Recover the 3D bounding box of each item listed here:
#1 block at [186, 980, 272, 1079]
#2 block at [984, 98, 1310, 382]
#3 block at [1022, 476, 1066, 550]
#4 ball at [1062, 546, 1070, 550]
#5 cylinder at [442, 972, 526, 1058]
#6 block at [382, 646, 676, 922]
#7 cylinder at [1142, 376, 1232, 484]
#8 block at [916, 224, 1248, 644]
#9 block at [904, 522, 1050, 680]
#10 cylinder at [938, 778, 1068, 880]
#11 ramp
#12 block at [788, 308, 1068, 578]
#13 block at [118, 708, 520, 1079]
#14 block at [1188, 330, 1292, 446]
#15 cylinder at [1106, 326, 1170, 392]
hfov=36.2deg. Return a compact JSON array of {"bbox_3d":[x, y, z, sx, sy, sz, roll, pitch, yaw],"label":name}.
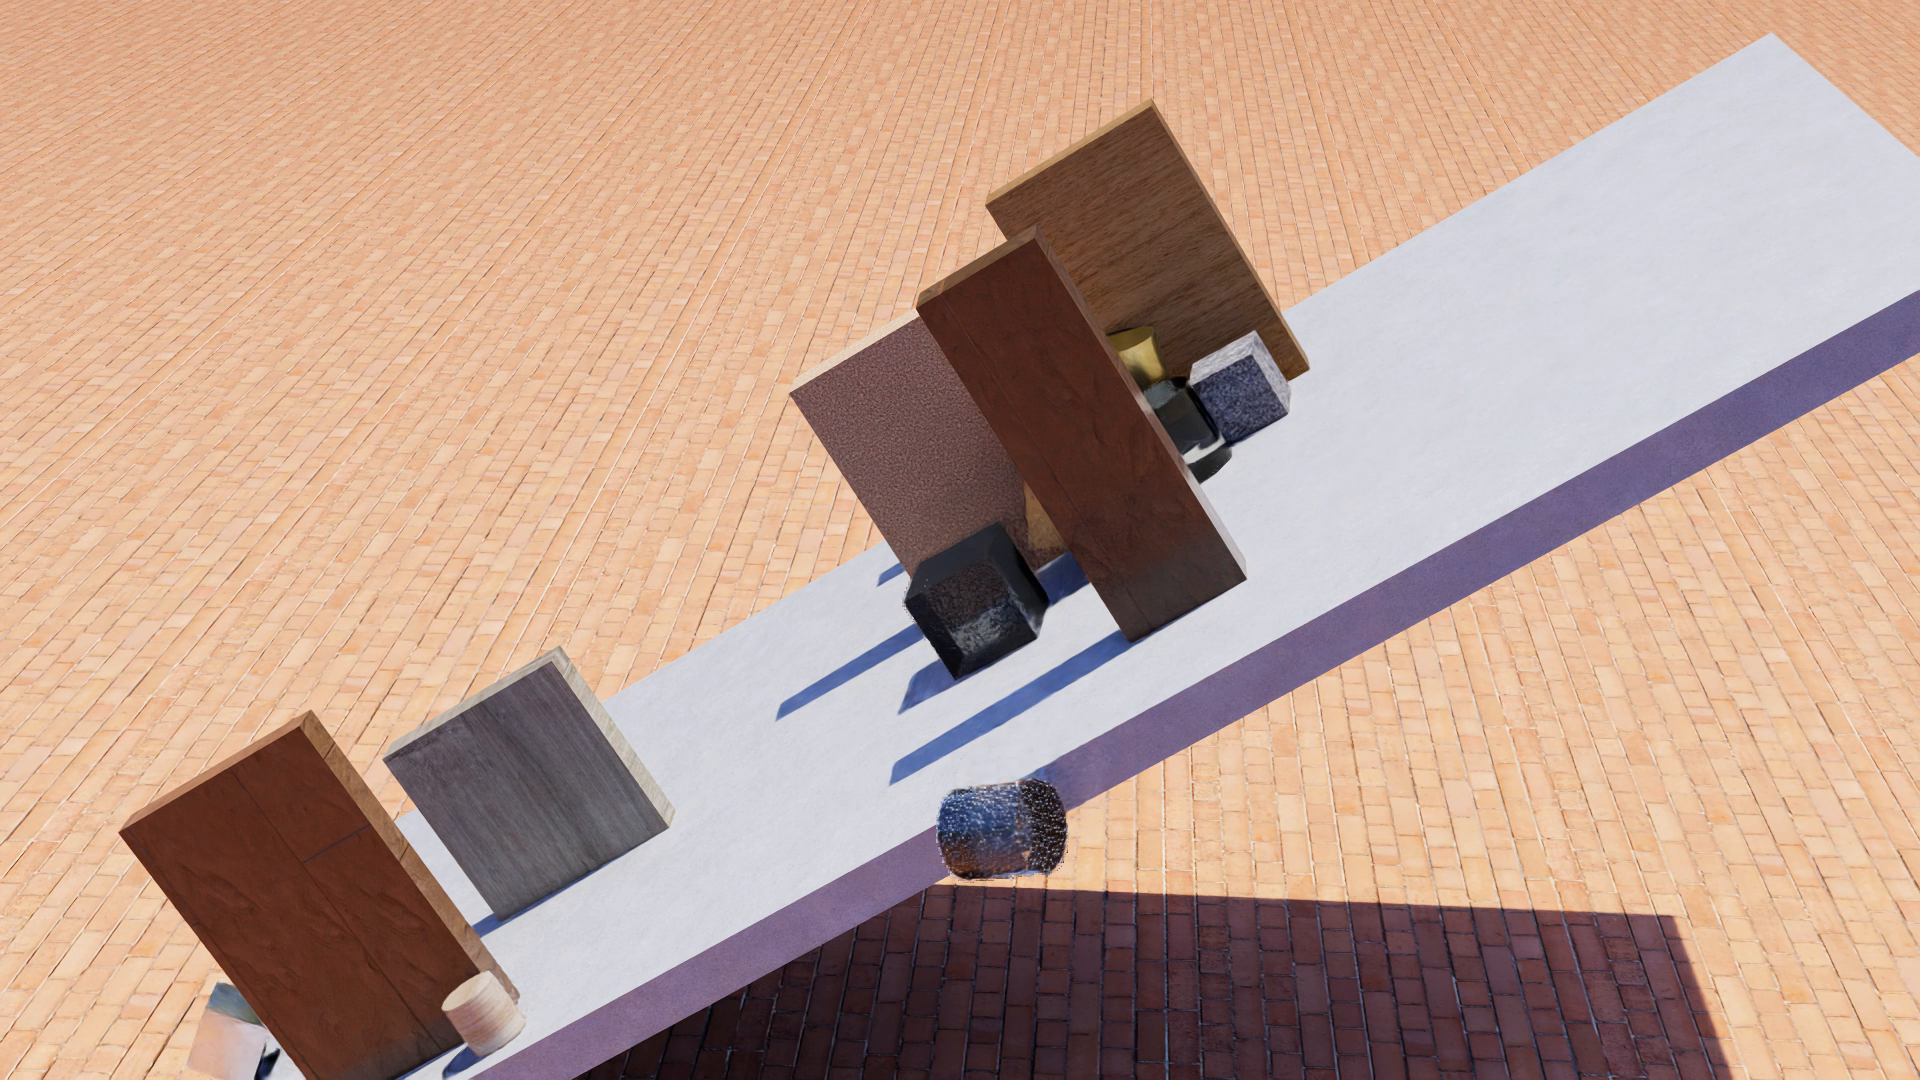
[{"bbox_3d":[-1.574,1.071,6.377,0.146,0.146,0.146,19,14,-8],"label":"block"},{"bbox_3d":[0.418,-0.571,6.523,0.423,0.689,0.096,-30,15,13],"label":"block"},{"bbox_3d":[0.235,-0.136,6.149,0.210,0.210,0.210,-5,36,0],"label":"block"},{"bbox_3d":[0.251,-0.033,6.282,0.114,0.114,0.114,0,20,0],"label":"ball"},{"bbox_3d":[-0.919,0.916,5.683,0.117,0.117,0.117,-31,15,9],"label":"cylinder"},{"bbox_3d":[-0.920,0.524,6.290,0.442,0.445,0.090,-30,15,13],"label":"block"},{"bbox_3d":[0.454,-0.220,6.308,0.190,0.190,0.190,-31,15,9],"label":"cylinder"},{"bbox_3d":[0.234,-0.195,5.543,0.258,0.772,0.115,-30,15,13],"label":"block"},{"bbox_3d":[0.036,0.125,6.058,0.201,0.201,0.201,-28,16,19],"label":"block"},{"bbox_3d":[0.076,0.511,5.192,0.164,0.164,0.164,-10,11,35],"label":"cylinder"},{"bbox_3d":[0.141,0.169,6.290,4.000,0.100,2.000,-30,15,13],"label":"ramp"},{"bbox_3d":[-0.044,-0.174,6.367,0.372,0.611,0.109,-30,15,13],"label":"block"},{"bbox_3d":[-1.252,0.736,5.773,0.441,0.715,0.085,-30,15,13],"label":"block"},{"bbox_3d":[0.609,-0.329,6.395,0.159,0.159,0.159,-28,16,19],"label":"block"},{"bbox_3d":[0.369,-0.353,6.457,0.178,0.178,0.178,-17,18,6],"label":"cylinder"}]
